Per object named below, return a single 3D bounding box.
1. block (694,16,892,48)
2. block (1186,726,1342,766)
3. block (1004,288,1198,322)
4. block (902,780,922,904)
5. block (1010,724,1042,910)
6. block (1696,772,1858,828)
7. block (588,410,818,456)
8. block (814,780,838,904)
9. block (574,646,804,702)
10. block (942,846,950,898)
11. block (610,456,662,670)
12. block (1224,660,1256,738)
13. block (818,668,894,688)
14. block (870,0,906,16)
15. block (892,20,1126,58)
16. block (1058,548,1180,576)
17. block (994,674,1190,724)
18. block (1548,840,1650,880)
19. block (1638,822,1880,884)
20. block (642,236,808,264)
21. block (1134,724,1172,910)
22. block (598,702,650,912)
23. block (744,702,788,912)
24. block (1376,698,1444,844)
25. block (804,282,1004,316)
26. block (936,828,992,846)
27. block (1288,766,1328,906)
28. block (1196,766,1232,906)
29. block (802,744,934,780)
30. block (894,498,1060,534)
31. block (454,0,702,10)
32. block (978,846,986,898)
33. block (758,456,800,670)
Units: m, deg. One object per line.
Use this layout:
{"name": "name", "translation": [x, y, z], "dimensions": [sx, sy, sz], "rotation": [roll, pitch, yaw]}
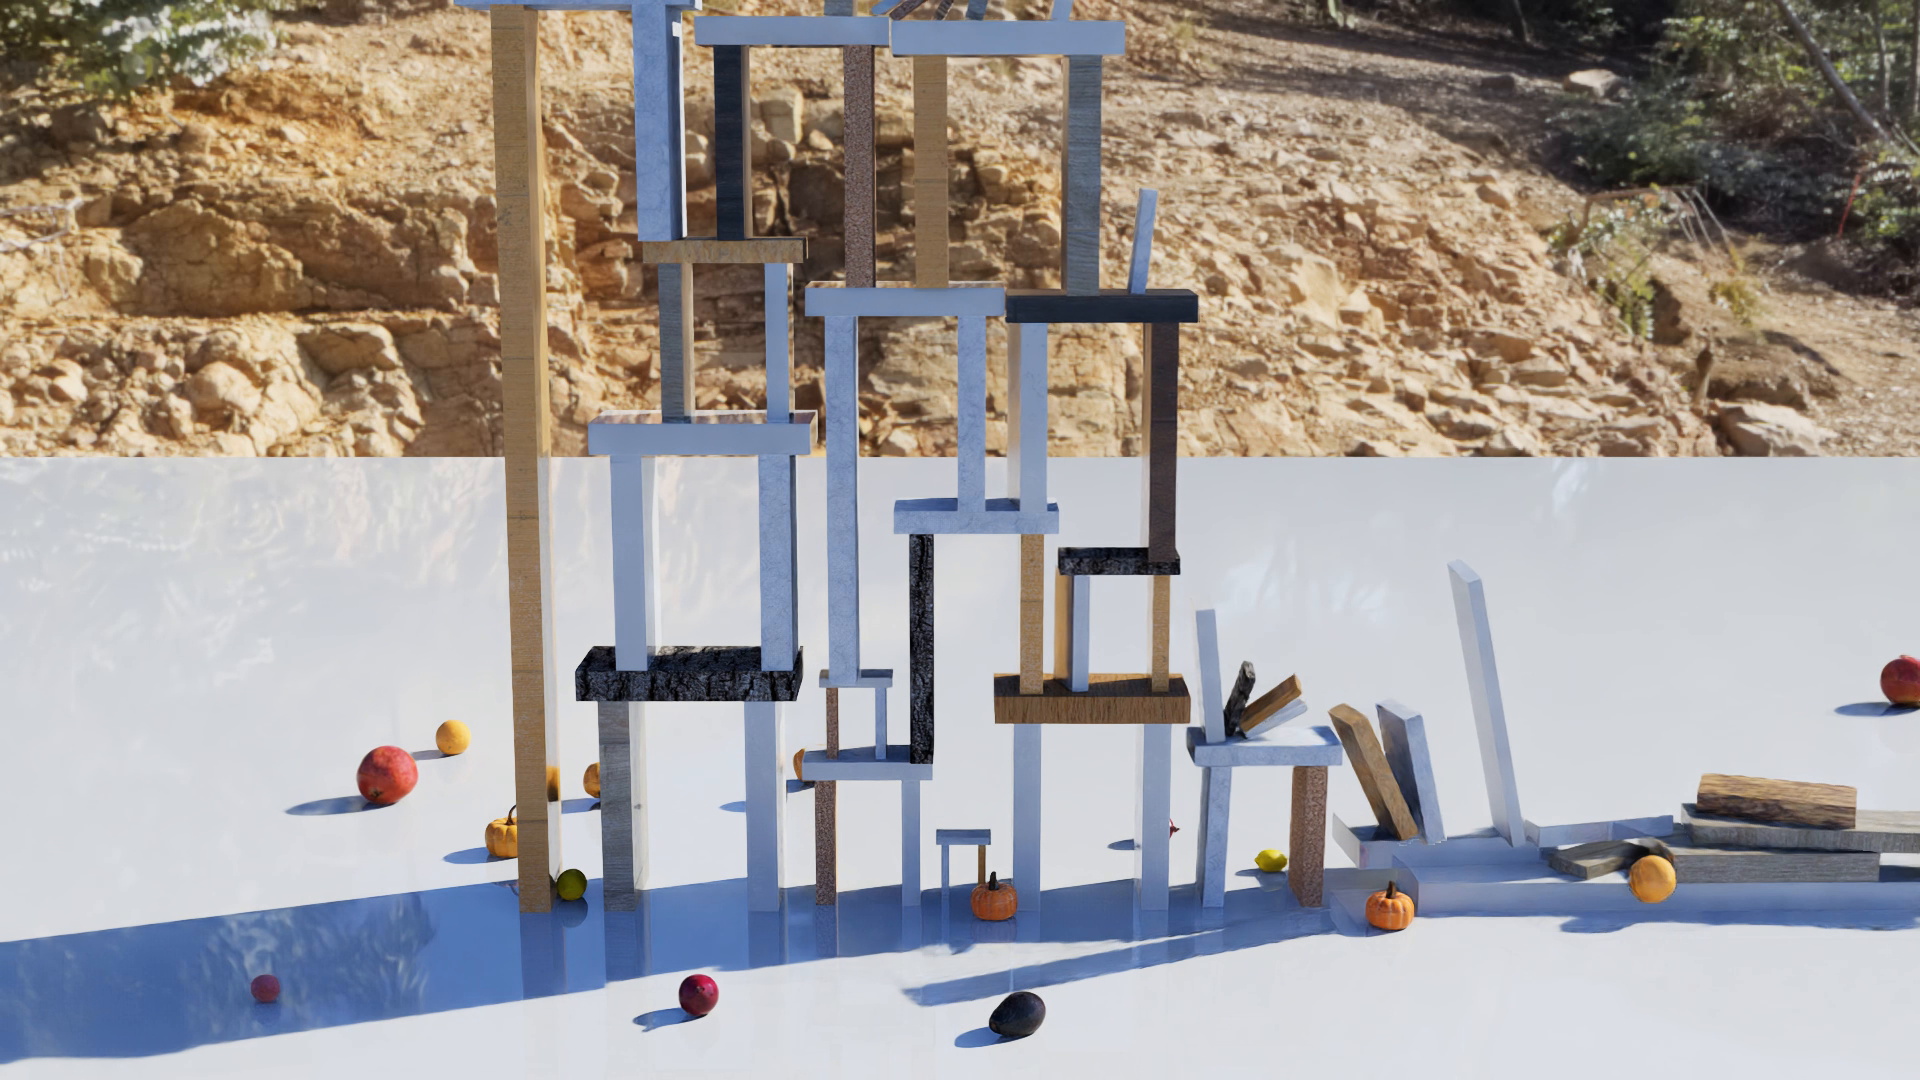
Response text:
{"name": "block", "translation": [-0.255, -0.788, 3.413], "dimensions": [0.296, 0.042, 0.148], "rotation": [0, 11, 0]}
{"name": "block", "translation": [0.498, 0.339, 3.615], "dimensions": [0.239, 0.034, 0.120], "rotation": [0, 11, -1]}
{"name": "block", "translation": [0.221, -0.372, 3.490], "dimensions": [0.299, 0.042, 0.149], "rotation": [0, 11, 0]}
{"name": "block", "translation": [-0.080, 0.486, 3.648], "dimensions": [0.030, 0.212, 0.106], "rotation": [0, 11, 0]}
{"name": "block", "translation": [0.109, 0.435, 3.641], "dimensions": [0.044, 0.314, 0.157], "rotation": [0, 11, 0]}
{"name": "block", "translation": [1.372, 0.436, 3.692], "dimensions": [0.248, 0.035, 0.124], "rotation": [4, 11, 22]}
{"name": "block", "translation": [-0.409, -0.174, 3.532], "dimensions": [0.348, 0.049, 0.174], "rotation": [0, 11, 0]}
{"name": "block", "translation": [-0.222, 0.486, 3.648], "dimensions": [0.030, 0.212, 0.106], "rotation": [0, 11, 0]}
{"name": "block", "translation": [-0.439, 0.218, 3.604], "dimensions": [0.353, 0.050, 0.176], "rotation": [0, 11, 0]}
{"name": "block", "translation": [-0.024, 0.545, 3.665], "dimensions": [0.013, 0.091, 0.045], "rotation": [0, 11, 0]}
{"name": "block", "translation": [-0.525, 0.022, 3.568], "dimensions": [0.049, 0.348, 0.174], "rotation": [0, 11, 0]}
{"name": "block", "translation": [0.456, 0.260, 3.603], "dimensions": [0.016, 0.113, 0.057], "rotation": [16, 24, -5]}
{"name": "block", "translation": [-0.169, 0.226, 3.598], "dimensions": [0.120, 0.017, 0.060], "rotation": [0, 11, 0]}
{"name": "block", "translation": [-0.086, -0.844, 3.397], "dimensions": [0.113, 0.016, 0.057], "rotation": [-32, 9, 6]}
{"name": "block", "translation": [0.073, -0.776, 3.414], "dimensions": [0.353, 0.050, 0.176], "rotation": [0, 11, 0]}
{"name": "block", "translation": [0.257, 0.034, 3.568], "dimensions": [0.193, 0.027, 0.096], "rotation": [0, 11, 0]}
{"name": "block", "translation": [0.213, 0.259, 3.608], "dimensions": [0.314, 0.044, 0.157], "rotation": [0, 11, 0]}
{"name": "block", "translation": [1.065, 0.530, 3.666], "dimensions": [0.161, 0.023, 0.081], "rotation": [-7, 13, -35]}
{"name": "block", "translation": [1.325, 0.519, 3.659], "dimensions": [0.339, 0.048, 0.170], "rotation": [0, 11, -1]}
{"name": "block", "translation": [-0.369, -0.459, 3.476], "dimensions": [0.248, 0.035, 0.124], "rotation": [0, 11, 0]}
{"name": "block", "translation": [0.318, 0.436, 3.641], "dimensions": [0.044, 0.314, 0.157], "rotation": [0, 11, 0]}
{"name": "block", "translation": [-0.556, 0.416, 3.641], "dimensions": [0.050, 0.353, 0.176], "rotation": [0, 11, 0]}
{"name": "block", "translation": [-0.321, 0.416, 3.640], "dimensions": [0.050, 0.353, 0.176], "rotation": [0, 11, 0]}
{"name": "block", "translation": [0.747, 0.382, 3.652], "dimensions": [0.031, 0.221, 0.111], "rotation": [-16, 14, -11]}
{"name": "block", "translation": [-0.086, -0.384, 3.489], "dimensions": [0.310, 0.044, 0.155], "rotation": [0, 11, 0]}
{"name": "block", "translation": [0.006, 0.494, 3.655], "dimensions": [0.091, 0.013, 0.045], "rotation": [0, 11, 0]}
{"name": "block", "translation": [0.576, 0.473, 3.643], "dimensions": [0.034, 0.239, 0.120], "rotation": [0, 10, -2]}
{"name": "block", "translation": [0.420, 0.472, 3.643], "dimensions": [0.034, 0.239, 0.120], "rotation": [2, 11, 0]}
{"name": "block", "translation": [-0.151, 0.367, 3.626], "dimensions": [0.212, 0.030, 0.106], "rotation": [0, 11, 0]}
{"name": "block", "translation": [0.026, -0.040, 3.554], "dimensions": [0.263, 0.037, 0.131], "rotation": [0, 11, 0]}
{"name": "block", "translation": [-0.587, -0.849, 3.400], "dimensions": [0.355, 0.050, 0.177], "rotation": [0, 11, 0]}
{"name": "block", "translation": [0.036, 0.545, 3.665], "dimensions": [0.013, 0.091, 0.045], "rotation": [0, 11, 0]}
{"name": "block", "translation": [-0.293, 0.022, 3.568], "dimensions": [0.049, 0.348, 0.174], "rotation": [0, 11, 0]}
